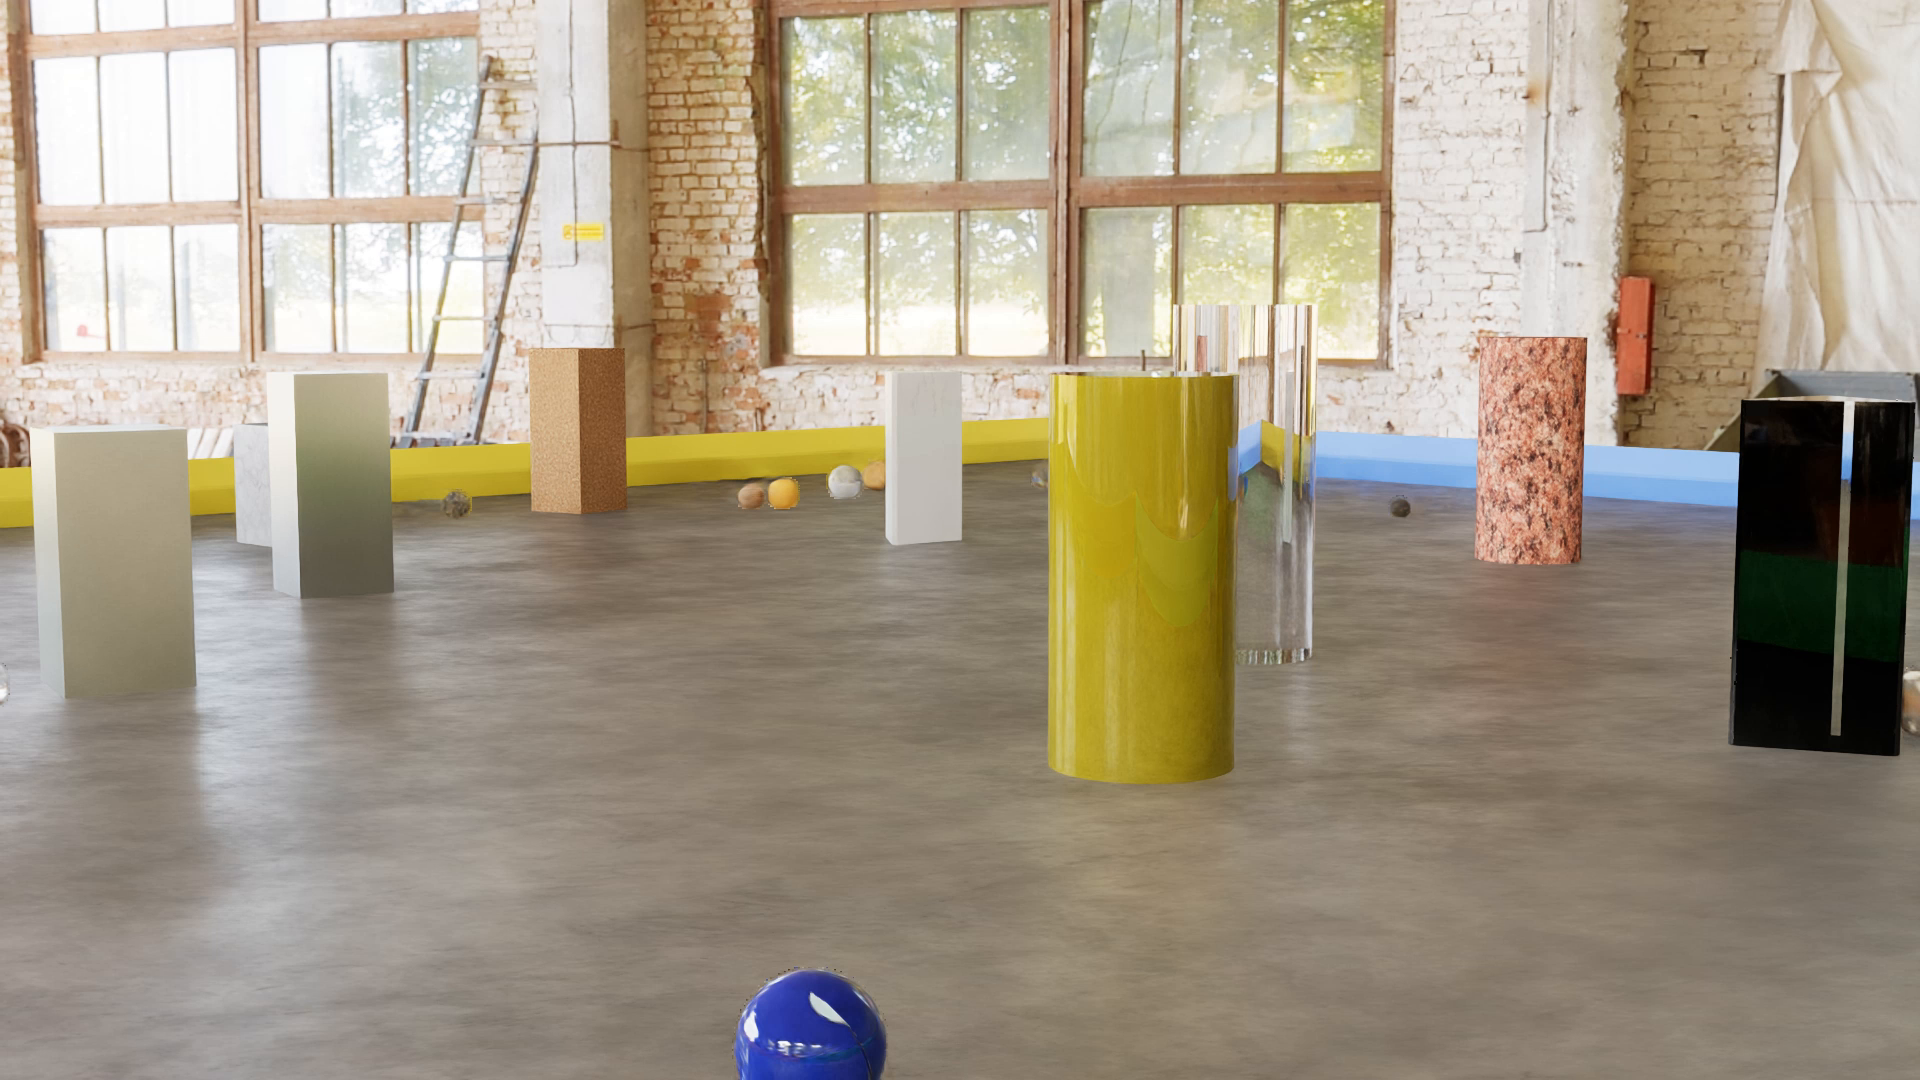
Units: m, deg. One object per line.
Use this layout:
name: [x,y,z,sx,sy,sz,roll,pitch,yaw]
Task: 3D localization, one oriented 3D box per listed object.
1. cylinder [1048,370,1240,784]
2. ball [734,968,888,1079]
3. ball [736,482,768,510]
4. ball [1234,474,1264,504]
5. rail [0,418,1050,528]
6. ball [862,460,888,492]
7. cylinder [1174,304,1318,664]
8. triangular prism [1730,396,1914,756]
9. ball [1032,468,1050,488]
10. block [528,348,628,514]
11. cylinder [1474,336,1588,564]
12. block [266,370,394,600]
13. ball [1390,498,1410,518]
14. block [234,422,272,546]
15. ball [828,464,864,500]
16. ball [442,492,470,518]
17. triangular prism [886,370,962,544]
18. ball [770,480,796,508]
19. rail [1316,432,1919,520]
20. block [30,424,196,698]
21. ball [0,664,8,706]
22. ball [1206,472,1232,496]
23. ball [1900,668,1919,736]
cylinder: [0.176,0.030,2.123,0.182,0.379,0.182,0,6,0]
ball: [-0.081,0.277,1.202,0.083,0.083,0.083,0,6,0]
ball: [-0.456,-0.095,4.801,0.069,0.069,0.069,0,6,0]
ball: [0.647,-0.113,4.922,0.069,0.069,0.069,0,6,0]
rail: [-1.407,-0.131,4.849,4.627,0.118,0.045,-6,8,-42]
ball: [-0.198,-0.154,5.281,0.073,0.073,0.073,0,6,0]
cylinder: [0.361,-0.076,2.798,0.182,0.445,0.182,0,6,0]
triangular prism: [0.881,0.030,2.253,0.157,0.350,0.136,2,7,21]
ball: [0.201,-0.150,5.346,0.051,0.051,0.051,0,6,0]
block: [-0.831,-0.241,4.784,0.145,0.352,0.145,4,7,33]
cylinder: [1.002,-0.161,3.861,0.182,0.389,0.182,0,6,0]
block: [-0.981,-0.090,3.425,0.145,0.341,0.145,-4,7,-33]
ball: [0.924,-0.067,4.614,0.042,0.042,0.042,0,6,0]
block: [-1.261,-0.107,4.141,0.145,0.223,0.145,6,8,42]
ball: [-0.262,-0.132,5.043,0.080,0.080,0.080,0,6,0]
ball: [-1.054,-0.073,4.601,0.057,0.057,0.057,0,6,0]
triangular prism: [-0.100,-0.161,4.183,0.157,0.320,0.136,-5,8,-37]
ball: [-0.386,-0.100,4.805,0.057,0.057,0.057,0,6,0]
rail: [1.683,-0.134,4.877,0.045,0.118,4.197,-6,8,-42]
block: [-0.994,0.019,2.581,0.145,0.302,0.145,-4,7,-32]
ball: [-1.062,0.156,2.359,0.077,0.077,0.077,0,6,0]
ball: [0.605,-0.130,5.123,0.059,0.059,0.059,0,6,0]
ball: [0.972,0.163,2.213,0.071,0.071,0.071,0,6,0]
